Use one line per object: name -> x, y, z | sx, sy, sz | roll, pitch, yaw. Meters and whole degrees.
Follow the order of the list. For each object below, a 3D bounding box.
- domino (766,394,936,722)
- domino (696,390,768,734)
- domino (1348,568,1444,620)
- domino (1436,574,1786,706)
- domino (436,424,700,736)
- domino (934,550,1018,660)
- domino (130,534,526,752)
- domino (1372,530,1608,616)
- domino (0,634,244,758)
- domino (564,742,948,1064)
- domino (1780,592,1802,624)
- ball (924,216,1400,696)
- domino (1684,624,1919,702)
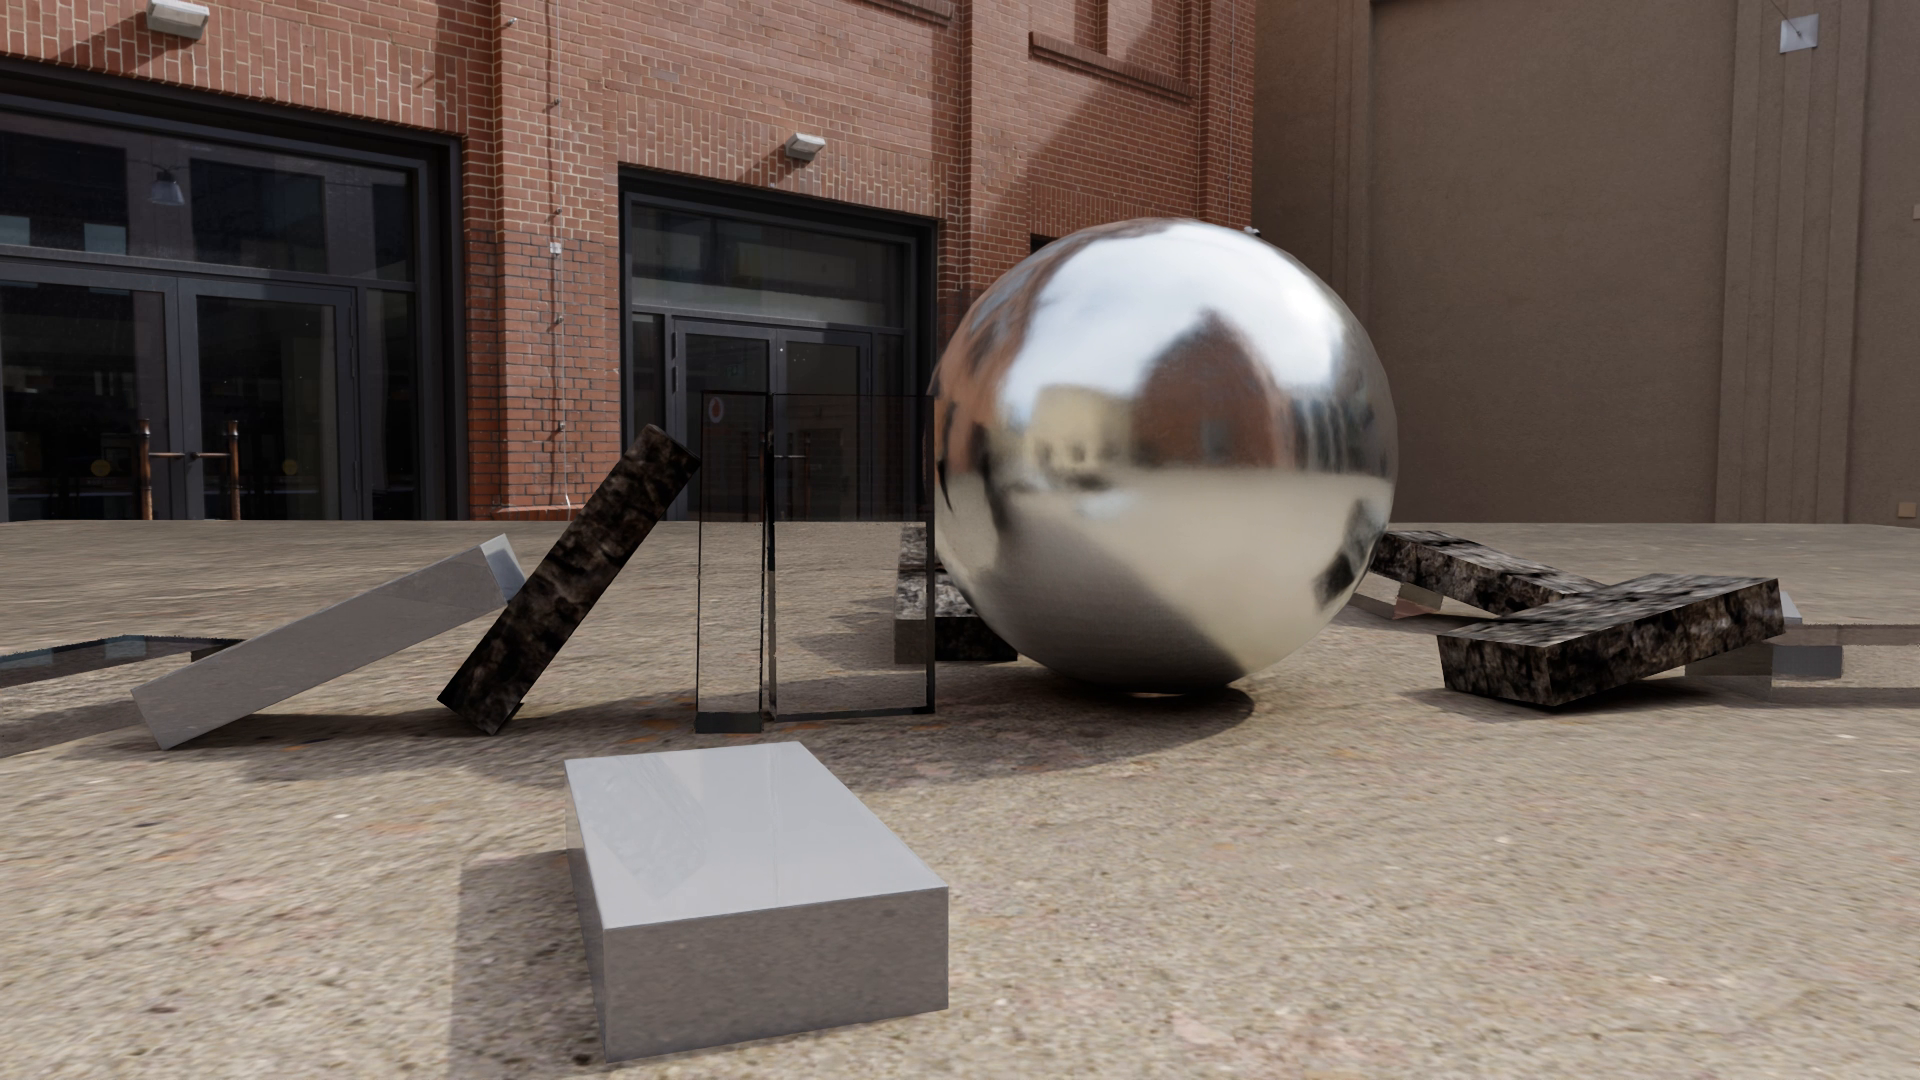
domino -> -0.017, 0.002, 0.202 | 0.025, 0.050, 0.009 | -1, 4, -15
domino -> -0.035, 0.003, 0.199 | 0.010, 0.050, 0.025 | 1, 4, -10
domino -> 0.098, 0.007, 0.336 | 0.025, 0.009, 0.050 | -4, 19, -44
domino -> 0.111, 0.016, 0.220 | 0.050, 0.010, 0.025 | -13, 4, -18
domino -> -0.059, 0.005, 0.199 | 0.010, 0.050, 0.025 | 37, -3, -11
domino -> -0.001, 0.010, 0.274 | 0.025, 0.010, 0.050 | 0, 21, -1
domino -> -0.092, 0.014, 0.193 | 0.050, 0.010, 0.025 | -24, 9, -9
domino -> 0.126, 0.009, 0.306 | 0.025, 0.010, 0.050 | 0, 16, -35
domino -> -0.138, 0.023, 0.196 | 0.025, 0.009, 0.050 | 1, 4, 12
domino -> -0.021, 0.029, 0.116 | 0.025, 0.009, 0.050 | -2, 5, -20
domino -> 0.162, 0.017, 0.272 | 0.025, 0.010, 0.050 | 2, 5, 30
ball -> 0.033, -0.014, 0.218 | 0.080, 0.080, 0.080 | 0, 4, 0
domino -> 0.158, 0.021, 0.223 | 0.050, 0.010, 0.025 | 0, 4, 0
